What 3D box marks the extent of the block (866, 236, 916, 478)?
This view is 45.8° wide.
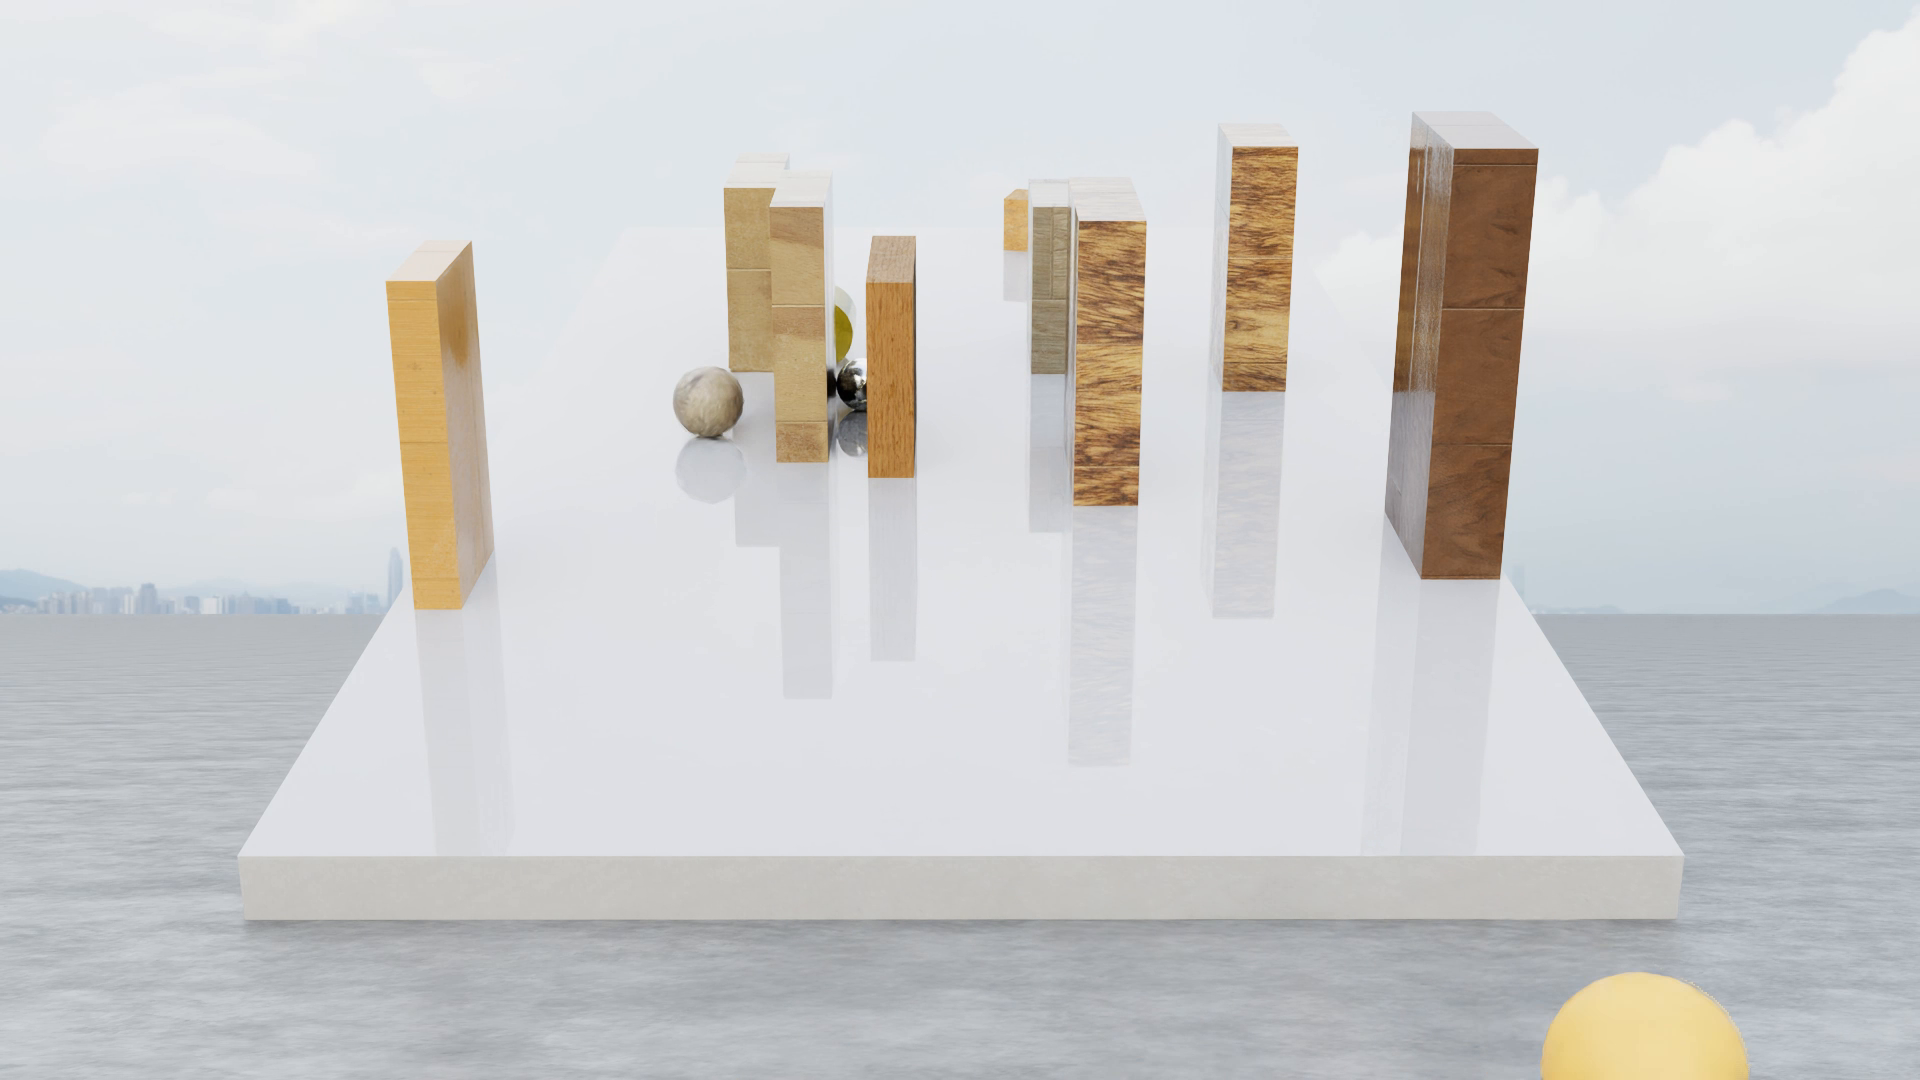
[{"bbox_3d":[-0.142,-0.394,4.793,0.094,0.410,0.426,0,20,0],"label":"block"}]

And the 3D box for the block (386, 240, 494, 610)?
[{"bbox_3d":[-0.916,-0.208,4.027,0.083,0.590,0.308,0,20,0],"label":"block"}]

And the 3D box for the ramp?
[{"bbox_3d":[-0.005,-0.209,5.031,2.000,0.100,4.000,0,20,0],"label":"ramp"}]

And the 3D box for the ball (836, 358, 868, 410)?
[{"bbox_3d":[-0.218,-0.349,5.093,0.119,0.119,0.119,0,-2,0],"label":"ball"}]

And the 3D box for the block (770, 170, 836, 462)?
[{"bbox_3d":[-0.331,-0.483,4.845,0.108,0.542,0.387,0,20,0],"label":"block"}]

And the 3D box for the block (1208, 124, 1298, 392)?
[{"bbox_3d":[0.680,-0.662,5.295,0.147,0.568,0.300,0,20,0],"label":"block"}]

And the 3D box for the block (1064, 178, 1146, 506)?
[{"bbox_3d":[0.289,-0.410,4.604,0.129,0.573,0.423,0,20,0],"label":"block"}]

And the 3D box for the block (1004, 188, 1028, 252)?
[{"bbox_3d":[0.219,-0.932,6.628,0.151,0.151,0.151,5,21,14],"label":"block"}]

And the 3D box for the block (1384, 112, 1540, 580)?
[{"bbox_3d":[0.910,-0.361,4.168,0.144,0.786,0.374,0,20,0],"label":"block"}]

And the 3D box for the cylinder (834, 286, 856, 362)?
[{"bbox_3d":[-0.338,-0.519,5.482,0.169,0.169,0.169,0,20,1],"label":"cylinder"}]

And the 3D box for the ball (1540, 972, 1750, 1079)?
[{"bbox_3d":[0.526,0.411,1.749,0.154,0.154,0.154,0,-2,0],"label":"ball"}]

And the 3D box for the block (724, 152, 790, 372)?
[{"bbox_3d":[-0.486,-0.682,5.526,0.124,0.443,0.437,0,20,0],"label":"block"}]

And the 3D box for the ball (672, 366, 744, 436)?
[{"bbox_3d":[-0.545,-0.300,4.909,0.154,0.154,0.154,0,-2,0],"label":"ball"}]

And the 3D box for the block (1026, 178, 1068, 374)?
[{"bbox_3d":[0.225,-0.639,5.472,0.114,0.401,0.329,0,20,0],"label":"block"}]
